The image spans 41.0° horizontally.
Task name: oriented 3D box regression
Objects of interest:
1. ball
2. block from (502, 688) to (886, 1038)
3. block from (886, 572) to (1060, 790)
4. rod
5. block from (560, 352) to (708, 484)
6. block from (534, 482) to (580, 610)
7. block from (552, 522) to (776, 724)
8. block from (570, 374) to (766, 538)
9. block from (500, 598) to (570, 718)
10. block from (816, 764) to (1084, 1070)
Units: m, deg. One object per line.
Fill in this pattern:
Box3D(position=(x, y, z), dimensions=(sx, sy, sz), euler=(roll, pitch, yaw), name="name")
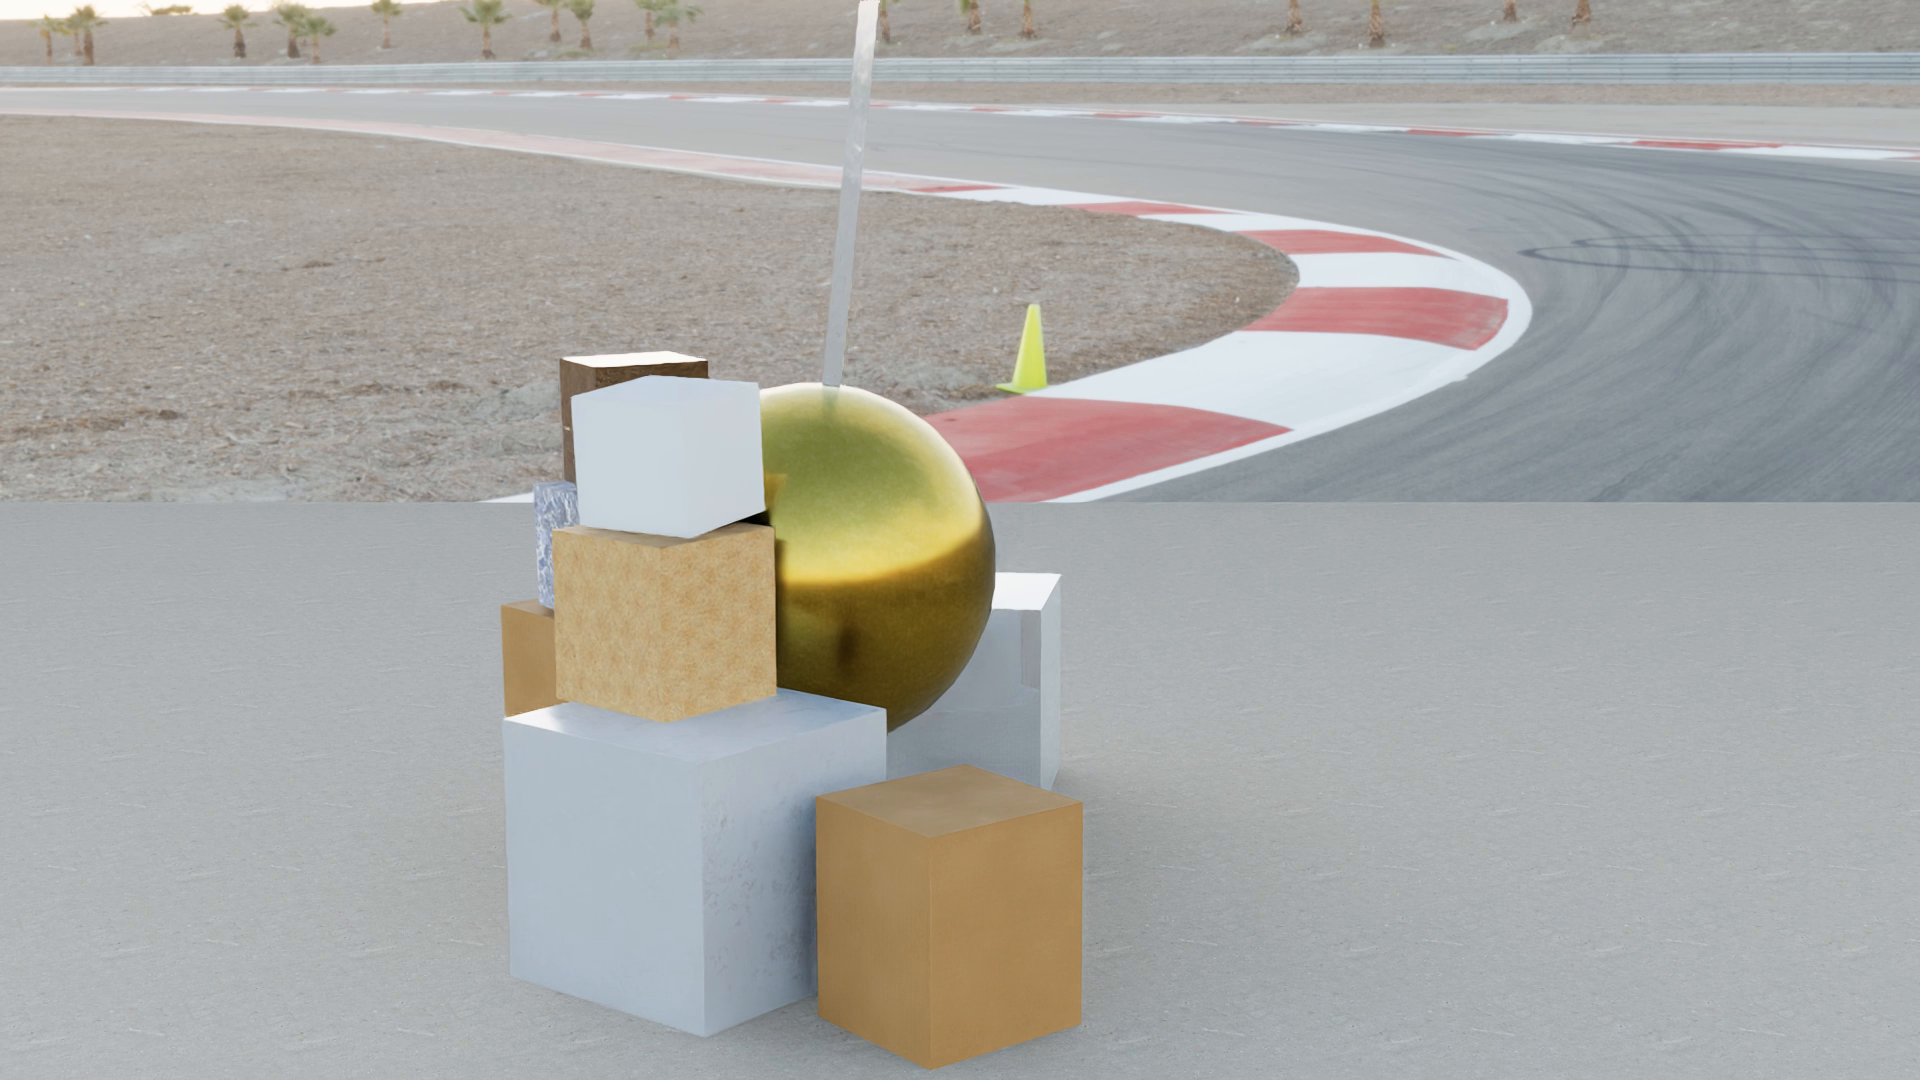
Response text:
Box3D(position=(-0.638, 0.113, 11.201), dimensions=(1.600, 1.600, 1.600), euler=(0, 10, 0), name="ball")
Box3D(position=(-1.029, 1.191, 10.094), dimensions=(1.060, 1.045, 1.048), euler=(8, 13, 38), name="block")
Box3D(position=(-0.027, 0.734, 12.717), dimensions=(0.960, 1.005, 0.884), euler=(1, 10, 8), name="block")
Box3D(position=(-0.276, -3.213, 10.596), dimensions=(0.080, 5.200, 0.080), euler=(6, 10, -1), name="rod")
Box3D(position=(-1.511, -0.552, 11.945), dimensions=(0.536, 0.582, 0.564), euler=(-6, 10, -25), name="block")
Box3D(position=(-1.558, 0.032, 11.969), dimensions=(0.615, 0.574, 0.657), euler=(-7, 11, -32), name="block")
Box3D(position=(-1.174, 0.290, 10.220), dimensions=(0.626, 0.683, 0.611), euler=(9, 14, 40), name="block")
Box3D(position=(-1.159, -0.341, 10.225), dimensions=(0.536, 0.524, 0.520), euler=(6, 16, 30), name="block")
Box3D(position=(-1.520, 0.820, 12.151), dimensions=(0.887, 1.031, 0.947), euler=(-9, 13, -41), name="block")
Box3D(position=(-0.041, 1.381, 9.562), dimensions=(0.719, 0.861, 0.683), euler=(-8, 13, -38), name="block")
